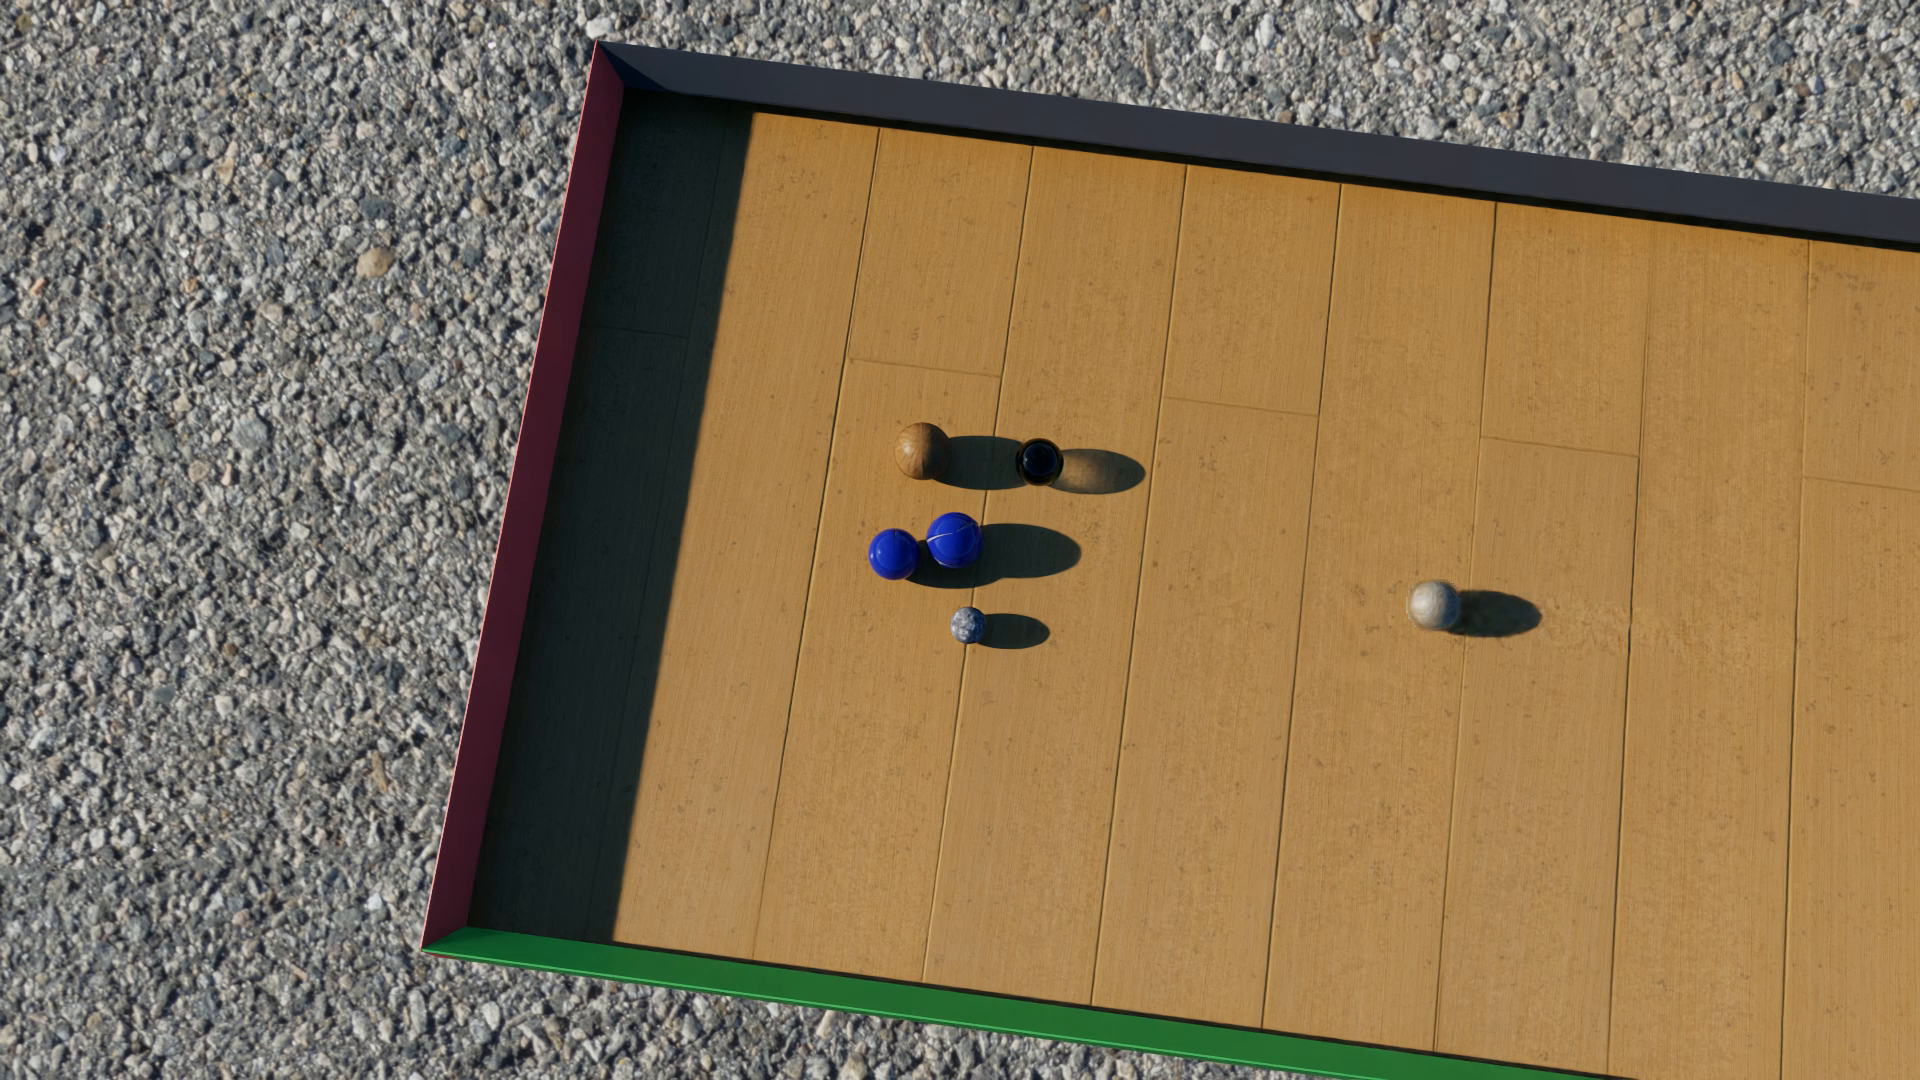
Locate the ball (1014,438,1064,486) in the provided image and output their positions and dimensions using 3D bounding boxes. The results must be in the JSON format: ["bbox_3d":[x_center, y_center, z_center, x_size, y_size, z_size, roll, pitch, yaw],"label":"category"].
[{"bbox_3d":[0.122,-0.120,3.380,0.075,0.075,0.075,0,75,0],"label":"ball"}]

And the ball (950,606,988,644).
[{"bbox_3d":[0.013,0.129,3.323,0.057,0.057,0.057,0,75,0],"label":"ball"}]

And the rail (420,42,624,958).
[{"bbox_3d":[-0.648,-0.088,3.350,0.045,0.116,1.435,7,75,2],"label":"rail"}]

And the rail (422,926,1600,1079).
[{"bbox_3d":[0.580,0.744,3.124,2.708,0.116,0.045,7,75,2],"label":"rail"}]

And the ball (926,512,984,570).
[{"bbox_3d":[-0.008,0.001,3.341,0.088,0.088,0.088,0,75,0],"label":"ball"}]

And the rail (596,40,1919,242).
[{"bbox_3d":[0.762,-0.584,3.484,2.708,0.116,0.045,7,75,2],"label":"rail"}]

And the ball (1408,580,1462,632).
[{"bbox_3d":[0.717,0.099,3.320,0.078,0.078,0.078,0,75,0],"label":"ball"}]

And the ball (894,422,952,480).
[{"bbox_3d":[-0.057,-0.136,3.378,0.090,0.090,0.090,0,75,0],"label":"ball"}]

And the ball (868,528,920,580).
[{"bbox_3d":[-0.100,0.022,3.339,0.080,0.080,0.080,0,75,0],"label":"ball"}]
